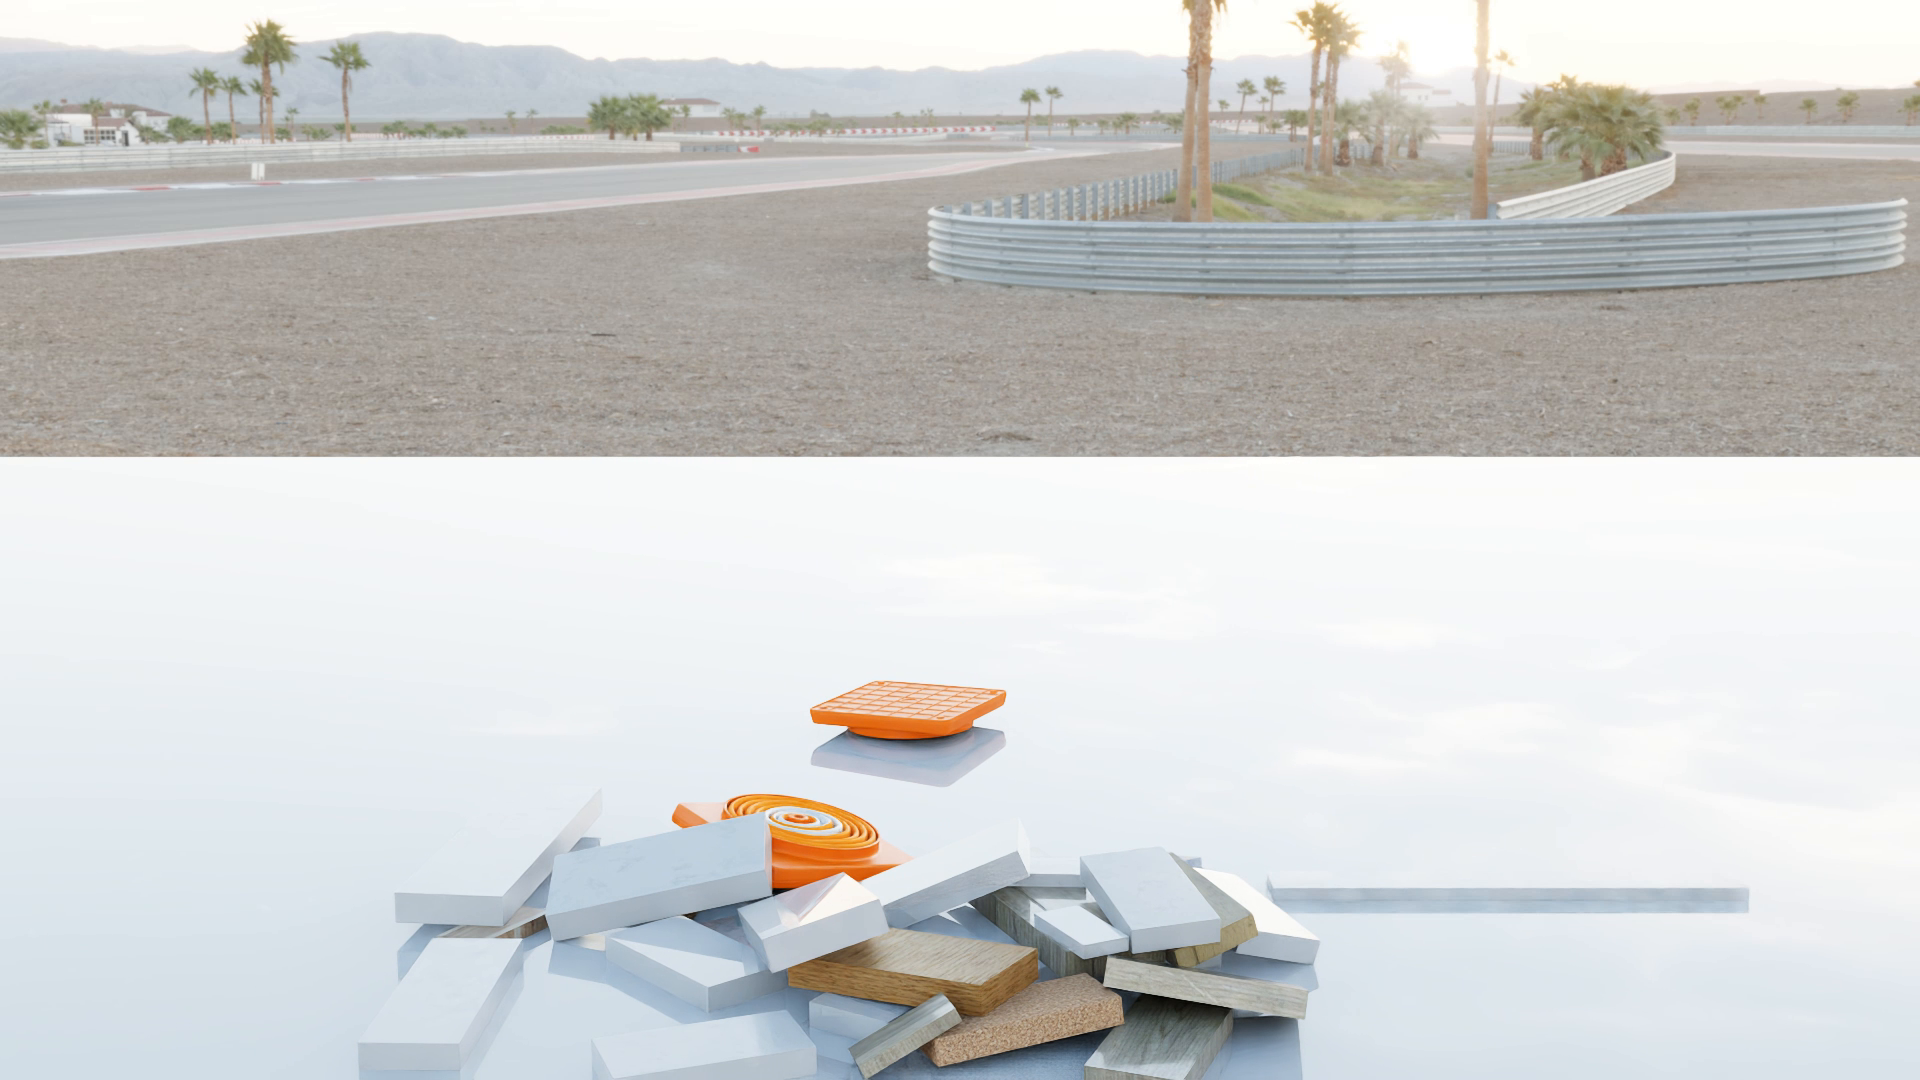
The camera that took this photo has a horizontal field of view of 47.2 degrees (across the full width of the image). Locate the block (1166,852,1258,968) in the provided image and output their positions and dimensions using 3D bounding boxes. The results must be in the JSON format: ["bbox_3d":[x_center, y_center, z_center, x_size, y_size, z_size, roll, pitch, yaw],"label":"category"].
[{"bbox_3d":[0.330,0.565,3.363,0.134,0.038,0.268,-22,20,-16],"label":"block"}]

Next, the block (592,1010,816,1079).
[{"bbox_3d":[-0.347,0.699,2.976,0.276,0.039,0.138,-4,11,-21],"label":"block"}]

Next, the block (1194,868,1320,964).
[{"bbox_3d":[0.433,0.584,3.453,0.140,0.040,0.281,13,8,-23],"label":"block"}]

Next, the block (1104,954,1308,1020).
[{"bbox_3d":[0.346,0.632,3.117,0.281,0.040,0.140,9,-8,6],"label":"block"}]

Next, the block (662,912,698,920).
[{"bbox_3d":[-0.494,0.577,3.585,0.169,0.024,0.085,5,36,27],"label":"block"}]

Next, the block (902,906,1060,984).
[{"bbox_3d":[0.052,0.627,3.363,0.135,0.038,0.271,-10,14,-42],"label":"block"}]

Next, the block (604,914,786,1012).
[{"bbox_3d":[-0.401,0.636,3.316,0.138,0.039,0.276,-9,14,-40],"label":"block"}]

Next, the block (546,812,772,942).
[{"bbox_3d":[-0.478,0.537,3.519,0.350,0.050,0.175,-12,24,0],"label":"block"}]

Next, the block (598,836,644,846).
[{"bbox_3d":[-0.578,0.551,3.811,0.084,0.024,0.168,-2,11,-12],"label":"block"}]

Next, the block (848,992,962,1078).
[{"bbox_3d":[-0.075,0.671,2.982,0.149,0.021,0.075,-29,12,-10],"label":"block"}]

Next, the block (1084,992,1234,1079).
[{"bbox_3d":[0.275,0.694,3.006,0.134,0.038,0.268,4,11,21],"label":"block"}]

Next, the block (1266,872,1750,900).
[{"bbox_3d":[0.911,0.578,3.672,0.787,0.023,0.080,0,11,0],"label":"block"}]

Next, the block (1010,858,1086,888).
[{"bbox_3d":[0.126,0.527,3.486,0.149,0.021,0.075,0,11,4],"label":"block"}]

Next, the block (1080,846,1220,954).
[{"bbox_3d":[0.283,0.538,3.311,0.134,0.038,0.268,-5,17,-12],"label":"block"}]

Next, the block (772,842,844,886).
[{"bbox_3d":[-0.288,0.548,3.706,0.169,0.024,0.085,17,10,17],"label":"block"}]

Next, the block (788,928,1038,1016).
[{"bbox_3d":[-0.068,0.615,3.165,0.324,0.046,0.162,2,10,31],"label":"block"}]

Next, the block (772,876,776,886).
[{"bbox_3d":[-0.391,0.543,3.725,0.169,0.024,0.085,15,10,1],"label":"block"}]

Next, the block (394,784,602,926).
[{"bbox_3d":[-0.772,0.527,3.743,0.175,0.050,0.590,1,11,6],"label":"block"}]

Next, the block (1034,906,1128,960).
[{"bbox_3d":[0.177,0.575,3.226,0.075,0.021,0.149,-6,11,-26],"label":"block"}]

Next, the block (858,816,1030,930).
[{"bbox_3d":[-0.048,0.541,3.452,0.324,0.046,0.162,-23,10,6],"label":"block"}]

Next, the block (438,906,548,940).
[{"bbox_3d":[-0.732,0.615,3.467,0.084,0.024,0.168,6,12,29],"label":"block"}]

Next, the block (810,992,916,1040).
[{"bbox_3d":[-0.083,0.659,3.195,0.135,0.038,0.271,7,12,32],"label":"block"}]

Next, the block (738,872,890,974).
[{"bbox_3d":[-0.223,0.564,3.266,0.175,0.050,0.350,-18,1,-12],"label":"block"}]

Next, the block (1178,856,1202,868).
[{"bbox_3d":[0.318,0.549,3.663,0.160,0.023,0.080,-3,-1,-40],"label":"block"}]

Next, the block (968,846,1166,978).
[{"bbox_3d":[0.140,0.573,3.418,0.162,0.046,0.454,-5,11,-22],"label":"block"}]

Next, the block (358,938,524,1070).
[{"bbox_3d":[-0.741,0.663,3.168,0.138,0.039,0.392,0,11,1],"label":"block"}]

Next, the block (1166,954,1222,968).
[{"bbox_3d":[0.303,0.607,3.469,0.140,0.040,0.281,-2,11,-10],"label":"block"}]

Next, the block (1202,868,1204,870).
[{"bbox_3d":[0.348,0.578,3.673,0.160,0.023,0.080,-4,11,-21],"label":"block"}]

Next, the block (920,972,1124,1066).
[{"bbox_3d":[0.076,0.664,3.056,0.271,0.038,0.135,-9,6,-17],"label":"block"}]
